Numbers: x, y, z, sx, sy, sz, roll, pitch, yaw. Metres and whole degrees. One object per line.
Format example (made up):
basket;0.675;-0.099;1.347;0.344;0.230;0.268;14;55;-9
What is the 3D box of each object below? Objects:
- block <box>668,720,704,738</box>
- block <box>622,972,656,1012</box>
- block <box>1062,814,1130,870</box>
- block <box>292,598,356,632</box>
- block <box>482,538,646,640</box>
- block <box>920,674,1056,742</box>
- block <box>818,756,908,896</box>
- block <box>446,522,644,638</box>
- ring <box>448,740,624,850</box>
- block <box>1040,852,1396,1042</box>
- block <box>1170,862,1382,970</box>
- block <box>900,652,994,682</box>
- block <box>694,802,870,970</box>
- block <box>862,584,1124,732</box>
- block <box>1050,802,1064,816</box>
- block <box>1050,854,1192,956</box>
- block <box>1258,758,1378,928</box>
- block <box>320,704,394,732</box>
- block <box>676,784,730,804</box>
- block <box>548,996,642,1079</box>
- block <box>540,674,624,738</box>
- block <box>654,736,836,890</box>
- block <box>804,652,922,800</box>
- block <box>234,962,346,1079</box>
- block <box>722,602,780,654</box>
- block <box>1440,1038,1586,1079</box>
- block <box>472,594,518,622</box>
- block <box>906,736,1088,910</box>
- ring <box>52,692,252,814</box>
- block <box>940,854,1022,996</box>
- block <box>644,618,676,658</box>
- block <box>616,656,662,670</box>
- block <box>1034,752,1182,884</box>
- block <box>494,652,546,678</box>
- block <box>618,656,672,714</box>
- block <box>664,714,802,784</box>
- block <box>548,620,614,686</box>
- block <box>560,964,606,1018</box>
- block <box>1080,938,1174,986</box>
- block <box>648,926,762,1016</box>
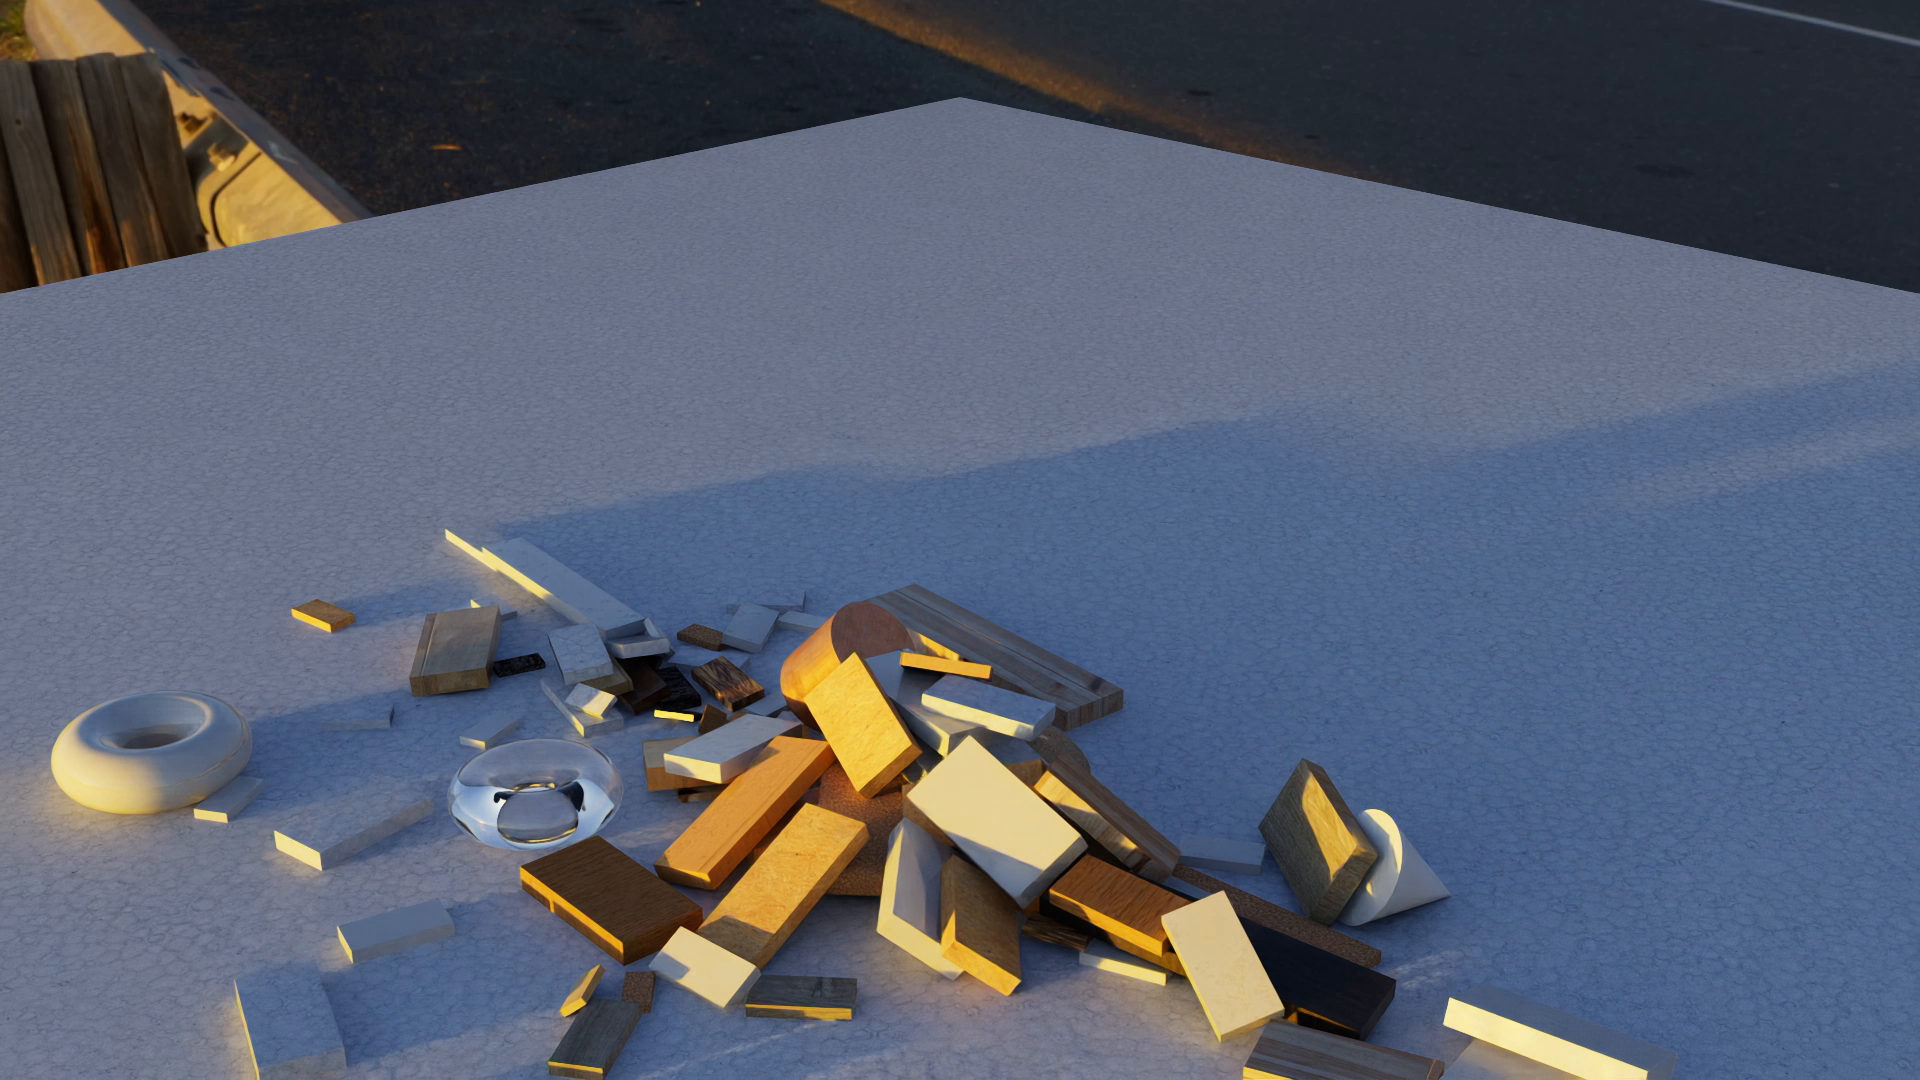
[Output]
block;-0.590;0.426;4.732;0.066;0.019;0.131;4;23;9
block;-0.567;0.795;3.868;0.052;0.015;0.104;-1;23;-2
block;0.251;0.579;4.169;0.080;0.023;0.160;-32;59;-18
block;-1.535;0.182;5.306;0.147;0.021;0.073;17;28;34
block;-0.975;0.116;5.382;0.109;0.031;0.625;-17;28;-35
block;0.057;0.332;4.374;0.239;0.034;0.120;15;23;20
block;-0.194;0.549;4.284;0.168;0.048;0.400;3;28;0
block;-1.048;0.101;5.490;0.092;0.026;0.840;-17;29;-35
ring;-0.852;0.508;4.417;0.349;0.116;0.349;1;22;0
block;0.450;0.723;3.914;0.634;0.042;0.149;19;37;28
block;0.557;0.701;4.078;0.467;0.023;0.082;19;30;38
block;-0.026;0.260;4.488;0.184;0.026;0.092;9;-7;6
block;-0.331;0.642;4.049;0.139;0.040;0.376;15;45;31
block;0.060;0.262;5.082;0.171;0.048;0.742;-18;29;-36
block;0.227;0.543;4.246;0.217;0.023;0.080;37;36;25
block;0.294;0.655;3.955;0.239;0.034;0.120;21;39;31
block;0.677;0.572;4.187;0.048;0.170;0.340;25;16;-18
block;-1.319;0.389;4.818;0.147;0.021;0.073;-2;23;-6
block;-0.518;0.511;4.532;0.131;0.019;0.066;-5;24;-12
block;-0.618;0.846;3.733;0.095;0.027;0.189;5;23;11
block;-0.838;0.361;4.875;0.093;0.026;0.267;-13;26;-27
block;-0.417;0.529;4.309;0.141;0.040;0.415;3;34;36
block;-0.196;0.368;4.385;0.144;0.041;0.287;-42;46;6
block;-1.148;0.826;3.764;0.140;0.040;0.279;-10;25;-22
block;-0.495;0.207;5.212;0.092;0.026;0.184;17;25;3
block;0.957;0.916;3.541;0.340;0.048;0.170;16;28;33
block;-1.132;0.166;5.346;0.063;0.018;0.125;-16;28;-33
block;0.067;0.527;4.133;0.168;0.048;0.337;-43;50;-10
ring;-1.676;0.437;4.567;0.395;0.132;0.395;1;23;0
block;0.035;0.693;3.977;0.144;0.041;0.287;34;18;-14
block;-0.701;0.231;5.140;0.018;0.063;0.125;-42;31;-2
block;-0.748;0.284;5.071;0.110;0.016;0.055;3;23;8
block;0.281;0.528;4.156;0.298;0.042;0.149;40;16;5
block;-1.016;0.288;5.062;0.110;0.016;0.055;-11;25;-25
block;-0.725;0.323;4.926;0.093;0.026;0.185;-30;32;-18
block;-0.463;0.426;4.519;0.141;0.040;0.282;7;16;31
block;-0.861;0.255;4.980;0.109;0.031;0.219;-13;27;-15
block;-0.660;0.788;3.848;0.052;0.015;0.104;-33;13;21
block;0.307;0.751;3.961;0.165;0.023;0.082;11;25;23
block;-0.451;0.760;3.885;0.194;0.026;0.092;19;57;37
